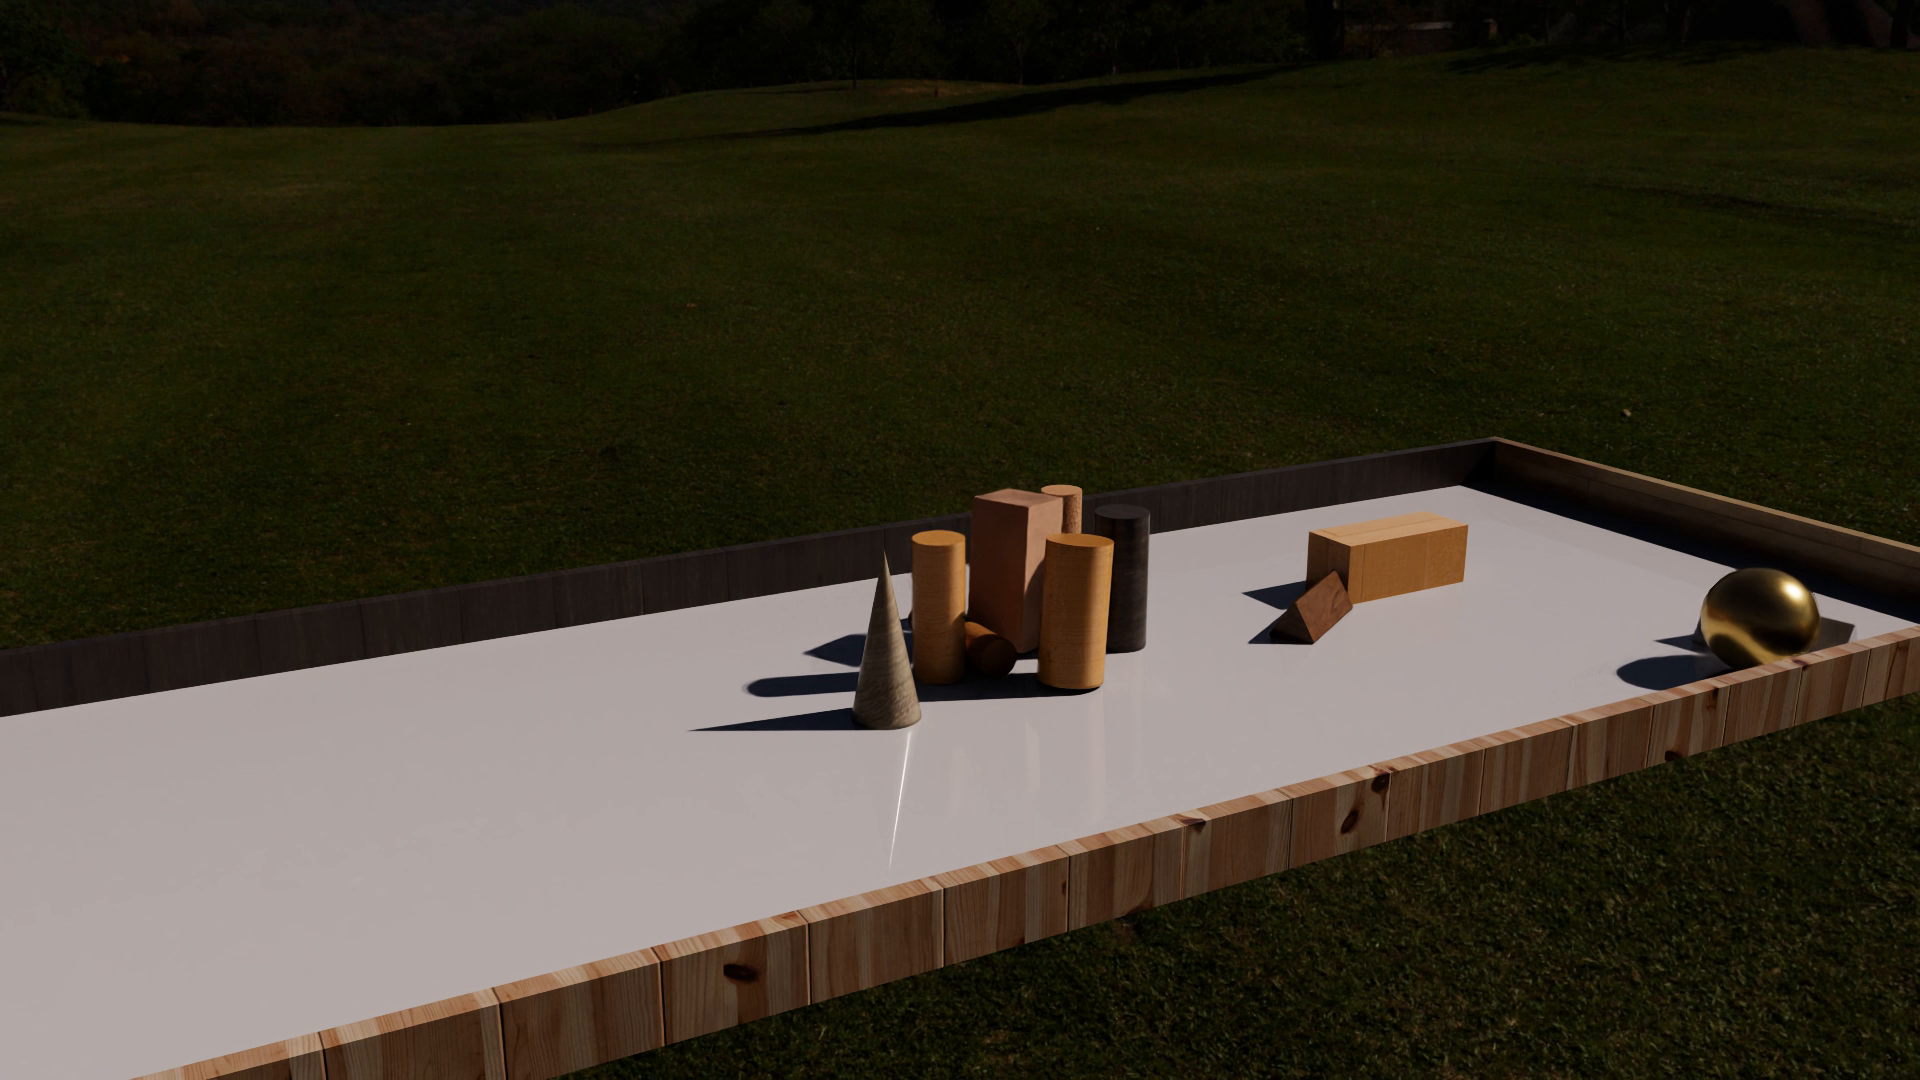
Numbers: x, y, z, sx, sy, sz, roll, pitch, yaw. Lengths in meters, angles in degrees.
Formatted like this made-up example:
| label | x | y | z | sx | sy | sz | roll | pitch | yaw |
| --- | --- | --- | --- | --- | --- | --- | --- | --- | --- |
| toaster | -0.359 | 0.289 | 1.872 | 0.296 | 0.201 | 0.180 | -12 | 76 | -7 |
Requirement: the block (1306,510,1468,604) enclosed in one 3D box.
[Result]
| label | x | y | z | sx | sy | sz | roll | pitch | yaw |
| --- | --- | --- | --- | --- | --- | --- | --- | --- | --- |
| block | 1.262 | 0.050 | 4.872 | 0.458 | 0.177 | 0.177 | -9 | 19 | -28 |

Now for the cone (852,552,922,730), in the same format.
| label | x | y | z | sx | sy | sz | roll | pitch | yaw |
| --- | --- | --- | --- | --- | --- | --- | --- | --- | --- |
| cone | -0.175 | 0.219 | 3.867 | 0.169 | 0.418 | 0.169 | 0 | 16 | 0 |

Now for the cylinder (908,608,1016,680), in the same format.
| label | x | y | z | sx | sy | sz | roll | pitch | yaw |
| --- | --- | --- | --- | --- | --- | --- | --- | --- | --- |
| cylinder | 0.002 | 0.254 | 4.304 | 0.106 | 0.106 | 0.378 | -9 | 20 | -29 |

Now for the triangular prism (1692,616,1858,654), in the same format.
| label | x | y | z | sx | sy | sz | roll | pitch | yaw |
| --- | --- | --- | --- | --- | --- | --- | --- | --- | --- |
| triangular prism | 2.136 | 0.235 | 4.309 | 0.151 | 0.131 | 0.370 | -13 | 21 | -39 |

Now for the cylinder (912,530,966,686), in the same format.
| label | x | y | z | sx | sy | sz | roll | pitch | yaw |
| --- | --- | --- | --- | --- | --- | --- | --- | --- | --- |
| cylinder | -0.053 | 0.169 | 4.131 | 0.134 | 0.364 | 0.134 | 0 | 17 | 0 |

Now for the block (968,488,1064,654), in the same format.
| label | x | y | z | sx | sy | sz | roll | pitch | yaw |
| --- | --- | --- | --- | --- | --- | --- | --- | --- | --- |
| block | 0.145 | 0.079 | 4.370 | 0.173 | 0.392 | 0.173 | 11 | 16 | 33 |

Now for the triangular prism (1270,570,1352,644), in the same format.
| label | x | y | z | sx | sy | sz | roll | pitch | yaw |
| --- | --- | --- | --- | --- | --- | --- | --- | --- | --- |
| triangular prism | 0.977 | 0.175 | 4.559 | 0.124 | 0.107 | 0.341 | 10 | 19 | 29 |

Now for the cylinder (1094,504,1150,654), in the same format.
| label | x | y | z | sx | sy | sz | roll | pitch | yaw |
| --- | --- | --- | --- | --- | --- | --- | --- | --- | --- |
| cylinder | 0.424 | 0.101 | 4.359 | 0.146 | 0.367 | 0.146 | 0 | 16 | 0 |

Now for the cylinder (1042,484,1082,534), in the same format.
| label | x | y | z | sx | sy | sz | roll | pitch | yaw |
| --- | --- | --- | --- | --- | --- | --- | --- | --- | --- |
| cylinder | 0.279 | 0.037 | 4.584 | 0.113 | 0.364 | 0.113 | 0 | 16 | 0 |

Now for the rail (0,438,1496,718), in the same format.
| label | x | y | z | sx | sy | sz | roll | pitch | yaw |
| --- | --- | --- | --- | --- | --- | --- | --- | --- | --- |
| rail | -3.305 | 0.497 | 3.399 | 12.000 | 0.150 | 0.050 | -9 | 18 | -27 |

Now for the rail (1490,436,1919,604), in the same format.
| label | x | y | z | sx | sy | sz | roll | pitch | yaw |
| --- | --- | --- | --- | --- | --- | --- | --- | --- | --- |
| rail | 2.466 | -0.048 | 5.253 | 0.050 | 0.150 | 2.100 | -9 | 18 | -27 |

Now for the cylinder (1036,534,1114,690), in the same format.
| label | x | y | z | sx | sy | sz | roll | pitch | yaw |
| --- | --- | --- | --- | --- | --- | --- | --- | --- | --- |
| cylinder | 0.285 | 0.174 | 4.097 | 0.169 | 0.358 | 0.169 | 3 | 11 | -1 |

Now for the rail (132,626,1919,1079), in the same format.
| label | x | y | z | sx | sy | sz | roll | pitch | yaw |
| --- | --- | --- | --- | --- | --- | --- | --- | --- | --- |
| rail | -2.336 | 1.006 | 1.665 | 12.000 | 0.150 | 0.050 | -9 | 18 | -27 |

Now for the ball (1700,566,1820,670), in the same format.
| label | x | y | z | sx | sy | sz | roll | pitch | yaw |
| --- | --- | --- | --- | --- | --- | --- | --- | --- | --- |
| ball | 2.024 | 0.203 | 4.178 | 0.273 | 0.273 | 0.273 | 0 | 16 | 0 |
